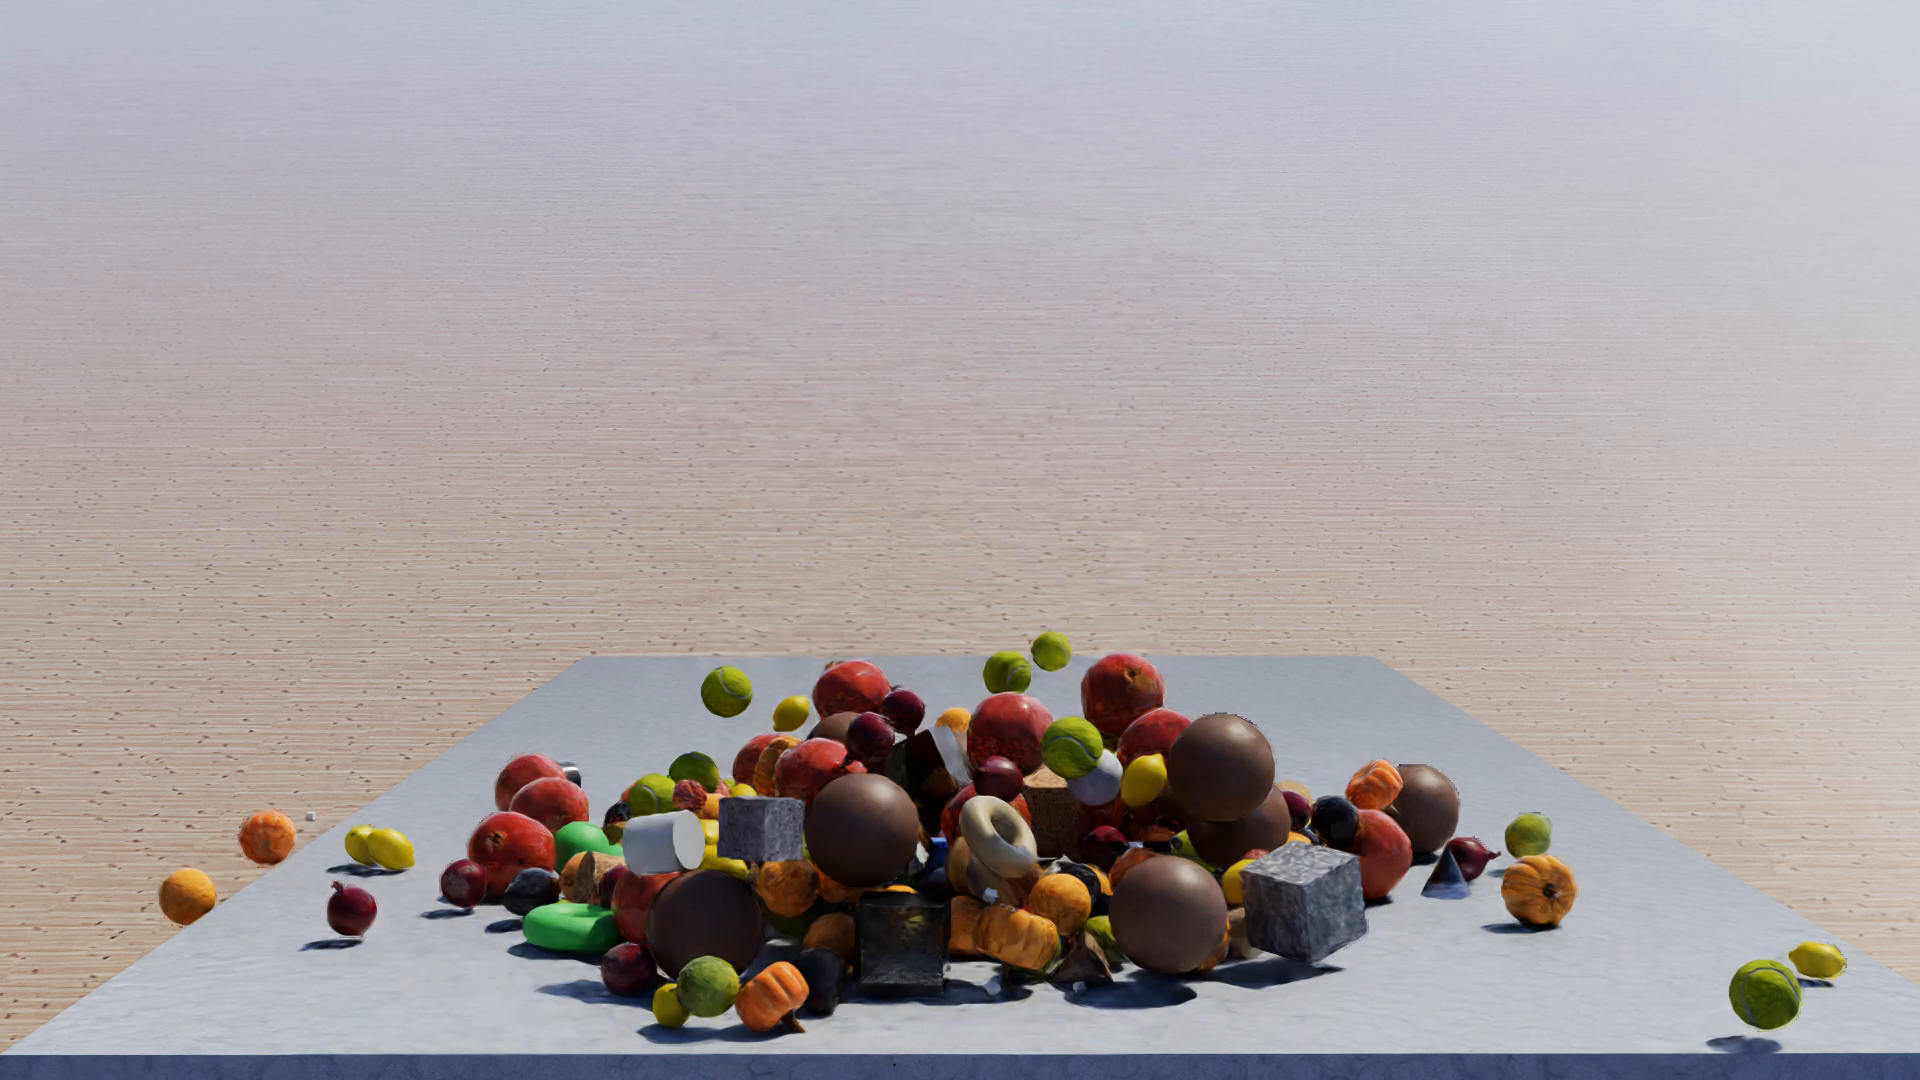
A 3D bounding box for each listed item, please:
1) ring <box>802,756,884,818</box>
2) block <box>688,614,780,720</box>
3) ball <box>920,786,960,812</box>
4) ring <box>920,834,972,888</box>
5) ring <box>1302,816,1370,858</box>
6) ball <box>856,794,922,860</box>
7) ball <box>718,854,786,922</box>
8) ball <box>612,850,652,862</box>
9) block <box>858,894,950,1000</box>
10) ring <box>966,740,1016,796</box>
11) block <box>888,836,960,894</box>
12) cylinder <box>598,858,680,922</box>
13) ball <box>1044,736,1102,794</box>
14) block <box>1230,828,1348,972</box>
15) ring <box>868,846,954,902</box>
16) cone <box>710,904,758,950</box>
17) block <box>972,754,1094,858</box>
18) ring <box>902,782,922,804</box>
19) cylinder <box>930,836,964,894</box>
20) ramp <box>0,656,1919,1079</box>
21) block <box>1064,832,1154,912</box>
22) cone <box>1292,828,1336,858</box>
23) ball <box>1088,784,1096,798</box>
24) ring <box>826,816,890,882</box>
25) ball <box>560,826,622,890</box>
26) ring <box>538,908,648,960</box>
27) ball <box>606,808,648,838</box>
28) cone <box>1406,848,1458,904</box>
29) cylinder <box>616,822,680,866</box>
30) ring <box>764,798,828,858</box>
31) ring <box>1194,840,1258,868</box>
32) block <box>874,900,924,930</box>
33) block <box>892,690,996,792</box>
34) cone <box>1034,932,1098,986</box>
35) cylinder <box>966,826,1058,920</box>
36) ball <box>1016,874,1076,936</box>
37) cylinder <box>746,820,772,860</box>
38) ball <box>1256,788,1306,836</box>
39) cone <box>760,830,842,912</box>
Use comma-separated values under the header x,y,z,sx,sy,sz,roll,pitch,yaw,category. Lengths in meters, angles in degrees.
x,y,z,sx,sy,sz,roll,pitch,yaw,category
-0.165,0.362,3.635,0.130,0.043,0.130,-20,43,20,ring
-0.239,0.134,2.723,0.066,0.066,0.066,24,33,-3,block
-0.028,0.347,3.548,0.054,0.054,0.054,0,21,0,ball
-0.033,0.427,3.421,0.109,0.036,0.109,19,16,-6,ring
0.515,0.423,3.667,0.137,0.046,0.137,1,2,0,ring
-0.094,0.376,3.375,0.086,0.086,0.086,0,21,0,ball
-0.254,0.428,3.155,0.084,0.084,0.084,0,21,0,ball
-0.427,0.433,3.327,0.063,0.063,0.063,0,21,0,ball
-0.060,0.443,2.812,0.096,0.096,0.096,0,3,1,block
0.047,0.343,3.856,0.093,0.093,0.031,-13,-15,-29,ring
-0.045,0.387,2.992,0.055,0.055,0.055,-19,36,46,block
-0.395,0.430,3.163,0.071,0.071,0.071,22,3,43,cylinder
0.139,0.277,3.173,0.073,0.073,0.073,0,21,0,ball
0.371,0.405,2.894,0.096,0.096,0.096,25,55,27,block
-0.054,0.370,2.844,0.105,0.035,0.105,-25,-2,-1,ring
-0.264,0.450,2.938,0.055,0.055,0.055,-8,-21,-20,cone
0.090,0.338,3.216,0.092,0.092,0.092,-8,37,-44,block
-0.049,0.363,3.900,0.050,0.149,0.149,24,23,1,ring
-0.026,0.403,3.184,0.052,0.052,0.052,14,22,-6,cylinder
0.050,0.451,4.532,2.000,0.100,4.000,0,3,0,ramp
0.186,0.417,3.232,0.072,0.072,0.072,7,19,-29,block
0.470,0.439,3.511,0.067,0.067,0.067,12,35,27,cone
0.178,0.388,4.066,0.075,0.075,0.075,0,21,0,ball
-0.134,0.417,3.466,0.148,0.049,0.148,17,11,-4,ring
-0.488,0.420,3.395,0.082,0.082,0.082,0,21,0,ball
-0.430,0.460,3.006,0.128,0.043,0.128,3,3,0,ring
-0.476,0.415,3.681,0.062,0.062,0.062,0,21,0,ball
0.611,0.431,3.319,0.067,0.067,0.067,0,3,0,cone
-0.425,0.421,3.479,0.070,0.070,0.070,6,5,15,cylinder
-0.219,0.385,3.410,0.094,0.031,0.094,-12,58,21,ring
0.370,0.436,3.569,0.092,0.031,0.092,0,2,0,ring
-0.074,0.448,3.149,0.051,0.051,0.051,1,2,13,block
-0.020,0.254,3.233,0.086,0.086,0.086,-28,-33,32,block
0.109,0.476,2.834,0.065,0.065,0.065,-27,22,4,cone
0.060,0.390,3.004,0.087,0.087,0.087,6,64,-13,cylinder
0.102,0.438,3.097,0.077,0.077,0.077,0,21,0,ball
-0.261,0.422,3.597,0.057,0.057,0.057,-13,5,-29,cylinder
0.432,0.367,3.462,0.066,0.066,0.066,0,21,0,ball
-0.207,0.392,3.047,0.096,0.096,0.096,15,3,34,cone
